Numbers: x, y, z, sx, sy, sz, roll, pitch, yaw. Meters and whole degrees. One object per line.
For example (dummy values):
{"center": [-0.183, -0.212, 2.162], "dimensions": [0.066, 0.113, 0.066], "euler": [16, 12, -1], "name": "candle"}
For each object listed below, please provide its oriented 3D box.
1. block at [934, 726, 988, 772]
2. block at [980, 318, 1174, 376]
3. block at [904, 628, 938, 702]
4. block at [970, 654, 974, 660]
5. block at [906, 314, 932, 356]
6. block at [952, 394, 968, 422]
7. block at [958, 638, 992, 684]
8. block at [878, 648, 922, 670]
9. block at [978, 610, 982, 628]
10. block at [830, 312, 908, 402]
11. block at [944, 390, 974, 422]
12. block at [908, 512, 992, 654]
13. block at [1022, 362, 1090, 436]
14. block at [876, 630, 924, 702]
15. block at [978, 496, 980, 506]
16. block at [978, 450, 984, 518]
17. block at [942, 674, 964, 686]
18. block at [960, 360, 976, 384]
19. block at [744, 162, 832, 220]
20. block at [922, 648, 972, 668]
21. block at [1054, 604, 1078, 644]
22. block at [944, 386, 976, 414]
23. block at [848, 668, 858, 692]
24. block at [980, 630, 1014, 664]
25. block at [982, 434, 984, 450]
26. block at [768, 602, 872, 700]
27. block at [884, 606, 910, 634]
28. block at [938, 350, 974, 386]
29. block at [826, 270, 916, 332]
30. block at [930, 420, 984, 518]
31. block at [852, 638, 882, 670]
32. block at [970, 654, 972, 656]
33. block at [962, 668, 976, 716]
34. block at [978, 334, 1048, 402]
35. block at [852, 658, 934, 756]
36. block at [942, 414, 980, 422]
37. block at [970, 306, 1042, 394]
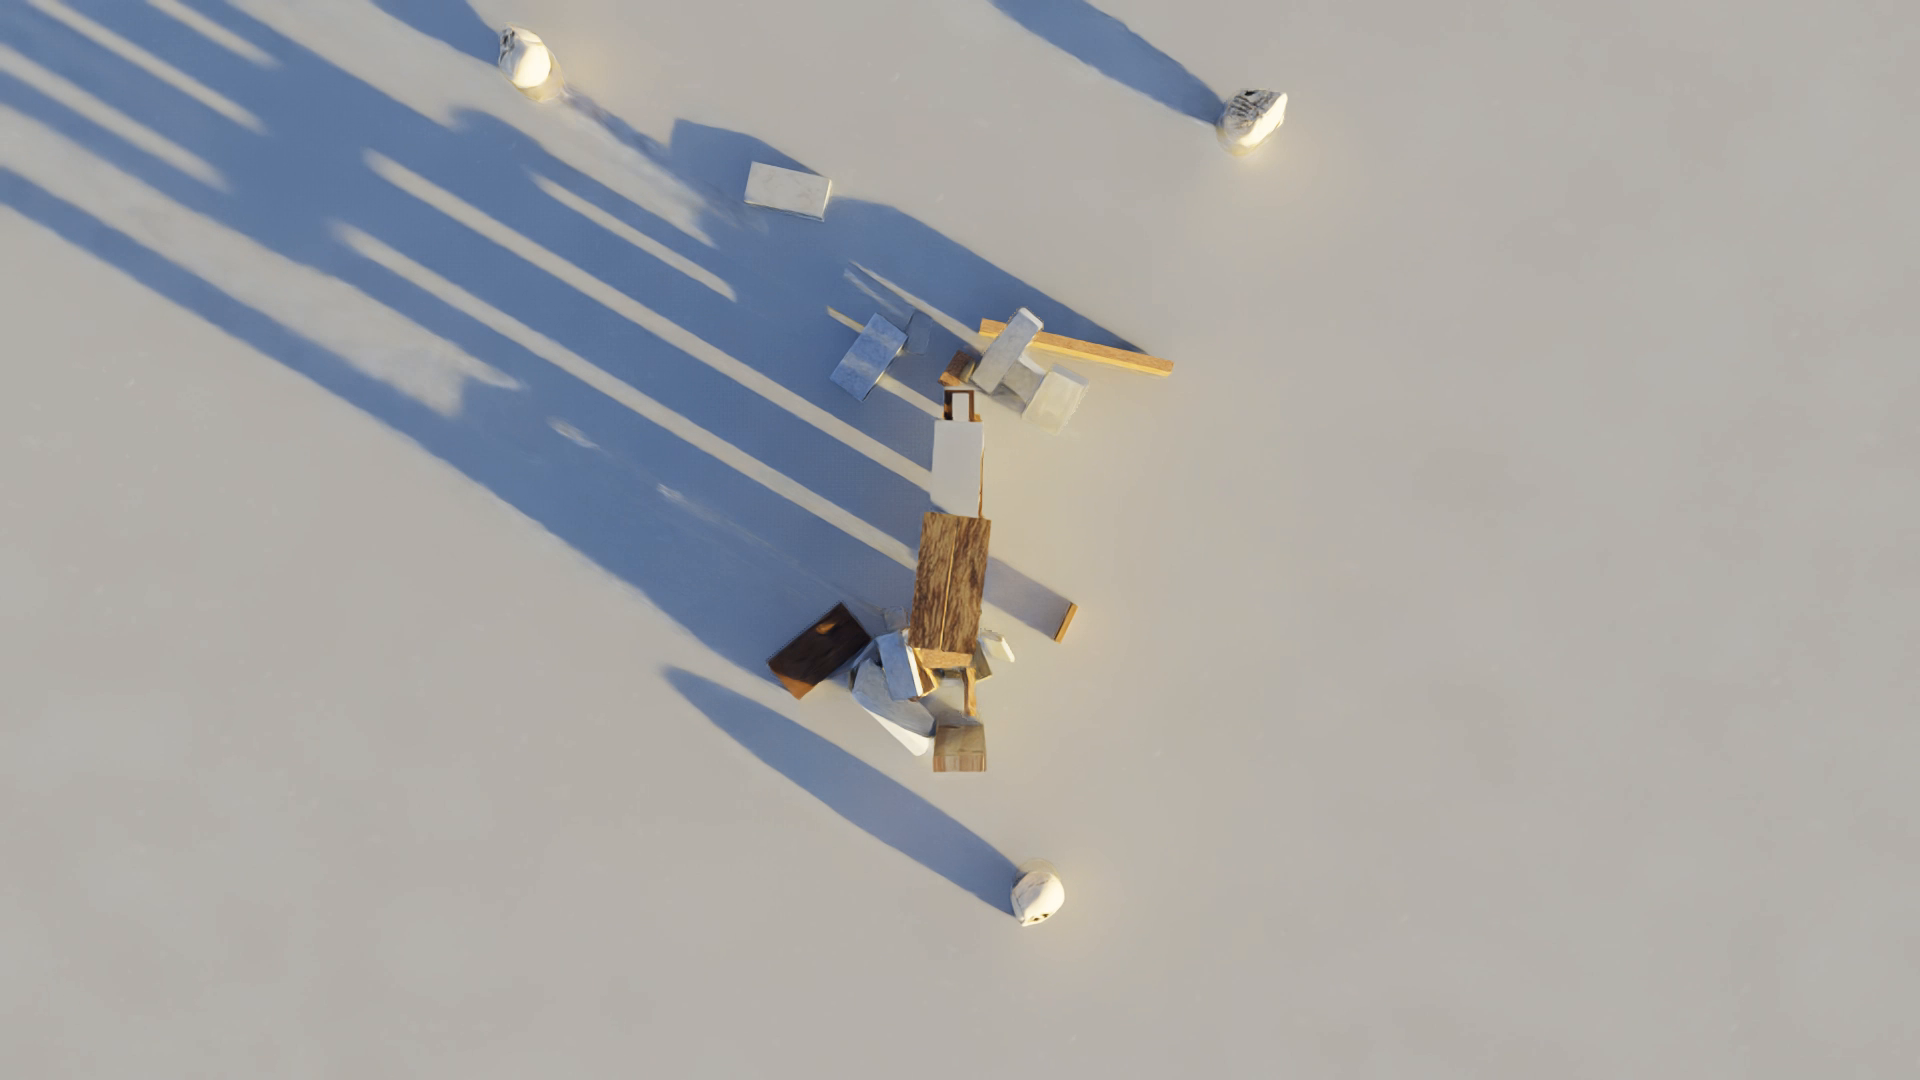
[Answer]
{"center": [0.001, 0.648, 5.165], "dimensions": [0.158, 0.668, 0.045], "euler": [0, 91, 0], "name": "block"}
{"center": [0.381, -0.634, 5.435], "dimensions": [0.642, 0.131, 0.037], "euler": [13, 90, 0], "name": "block"}
{"center": [-0.162, 0.407, 5.361], "dimensions": [0.108, 0.030, 0.215], "euler": [-33, 78, 27], "name": "block"}
{"center": [-0.035, 0.212, 4.853], "dimensions": [0.143, 0.040, 0.285], "euler": [-1, 90, 0], "name": "block"}
{"center": [-0.135, -0.684, 5.491], "dimensions": [0.064, 0.018, 0.129], "euler": [12, 90, 0], "name": "block"}
{"center": [0.001, -0.365, 4.618], "dimensions": [0.046, 0.013, 0.092], "euler": [0, 90, 0], "name": "block"}
{"center": [0.030, 0.373, 5.299], "dimensions": [0.087, 0.025, 0.175], "euler": [-22, 73, -7], "name": "block"}
{"center": [-0.191, 0.397, 5.455], "dimensions": [0.215, 0.030, 0.108], "euler": [-50, 126, -1], "name": "block"}
{"center": [-0.002, 0.257, 5.351], "dimensions": [0.149, 0.298, 0.042], "euler": [-1, 90, 0], "name": "block"}
{"center": [-0.300, -0.606, 5.457], "dimensions": [0.133, 0.038, 0.266], "euler": [36, 100, -1], "name": "block"}
{"center": [-0.003, -0.344, 4.729], "dimensions": [0.085, 0.024, 0.171], "euler": [0, 90, 0], "name": "block"}
{"center": [-0.026, 0.108, 4.165], "dimensions": [0.171, 0.049, 0.343], "euler": [7, 90, 0], "name": "block"}
{"center": [0.310, -0.458, 5.382], "dimensions": [0.131, 0.261, 0.037], "euler": [26, 51, -5], "name": "block"}
{"center": [-0.195, 0.405, 5.328], "dimensions": [0.108, 0.030, 0.215], "euler": [-16, 86, 34], "name": "block"}
{"center": [-0.013, -0.101, 4.528], "dimensions": [0.128, 0.257, 0.036], "euler": [4, 89, 0], "name": "block"}
{"center": [-0.001, -0.142, 5.194], "dimensions": [0.143, 0.040, 0.285], "euler": [1, 90, 0], "name": "block"}
{"center": [-0.009, 0.459, 5.410], "dimensions": [0.087, 0.175, 0.025], "euler": [-1, 90, 4], "name": "block"}
{"center": [0.027, -0.554, 5.435], "dimensions": [0.018, 0.129, 0.064], "euler": [33, 90, 3], "name": "block"}
{"center": [-0.574, -1.161, 5.481], "dimensions": [0.266, 0.038, 0.133], "euler": [13, 90, 0], "name": "block"}
{"center": [-0.045, 0.218, 4.550], "dimensions": [0.132, 0.037, 0.264], "euler": [-4, 90, 0], "name": "block"}
{"center": [0.351, 0.276, 5.465], "dimensions": [0.020, 0.070, 0.140], "euler": [25, 90, 0], "name": "block"}
{"center": [-0.001, -0.387, 5.280], "dimensions": [0.103, 0.029, 0.205], "euler": [0, 90, 0], "name": "block"}
{"center": [-0.308, 0.454, 5.451], "dimensions": [0.134, 0.019, 0.067], "euler": [-11, 98, -34], "name": "block"}
{"center": [0.122, 0.346, 5.302], "dimensions": [0.070, 0.393, 0.020], "euler": [18, 79, 11], "name": "block"}
{"center": [-0.002, -0.263, 4.558], "dimensions": [0.128, 0.317, 0.036], "euler": [1, 90, 0], "name": "block"}
{"center": [-0.465, 0.368, 5.467], "dimensions": [0.316, 0.045, 0.158], "euler": [-39, 98, 0], "name": "block"}
{"center": [-0.203, 0.287, 5.454], "dimensions": [0.067, 0.019, 0.134], "euler": [-11, 121, 8], "name": "block"}
{"center": [-0.013, -0.564, 5.491], "dimensions": [0.064, 0.018, 0.129], "euler": [33, 90, 0], "name": "block"}
{"center": [-0.295, -0.772, 5.481], "dimensions": [0.266, 0.038, 0.133], "euler": [29, 90, 0], "name": "block"}
{"center": [-0.010, -0.187, 4.381], "dimensions": [0.128, 0.036, 0.257], "euler": [3, 90, 0], "name": "block"}
{"center": [-0.292, 0.385, 5.471], "dimensions": [0.134, 0.019, 0.067], "euler": [-49, 129, 0], "name": "block"}
{"center": [-0.035, 0.310, 4.701], "dimensions": [0.132, 0.264, 0.037], "euler": [-6, 89, 0], "name": "block"}
{"center": [0.028, 0.451, 4.889], "dimensions": [0.020, 0.070, 0.140], "euler": [-2, 81, -11], "name": "block"}
{"center": [0.197, -0.549, 5.437], "dimensions": [0.261, 0.131, 0.037], "euler": [38, 52, 0], "name": "block"}
{"center": [-0.217, 0.545, 5.369], "dimensions": [0.045, 0.158, 0.316], "euler": [-33, 114, 28], "name": "block"}
{"center": [0.002, -0.261, 4.928], "dimensions": [0.115, 0.033, 0.230], "euler": [1, 90, 0], "name": "block"}
{"center": [0.149, -0.610, 5.346], "dimensions": [0.086, 0.378, 0.024], "euler": [40, 51, 0], "name": "block"}
